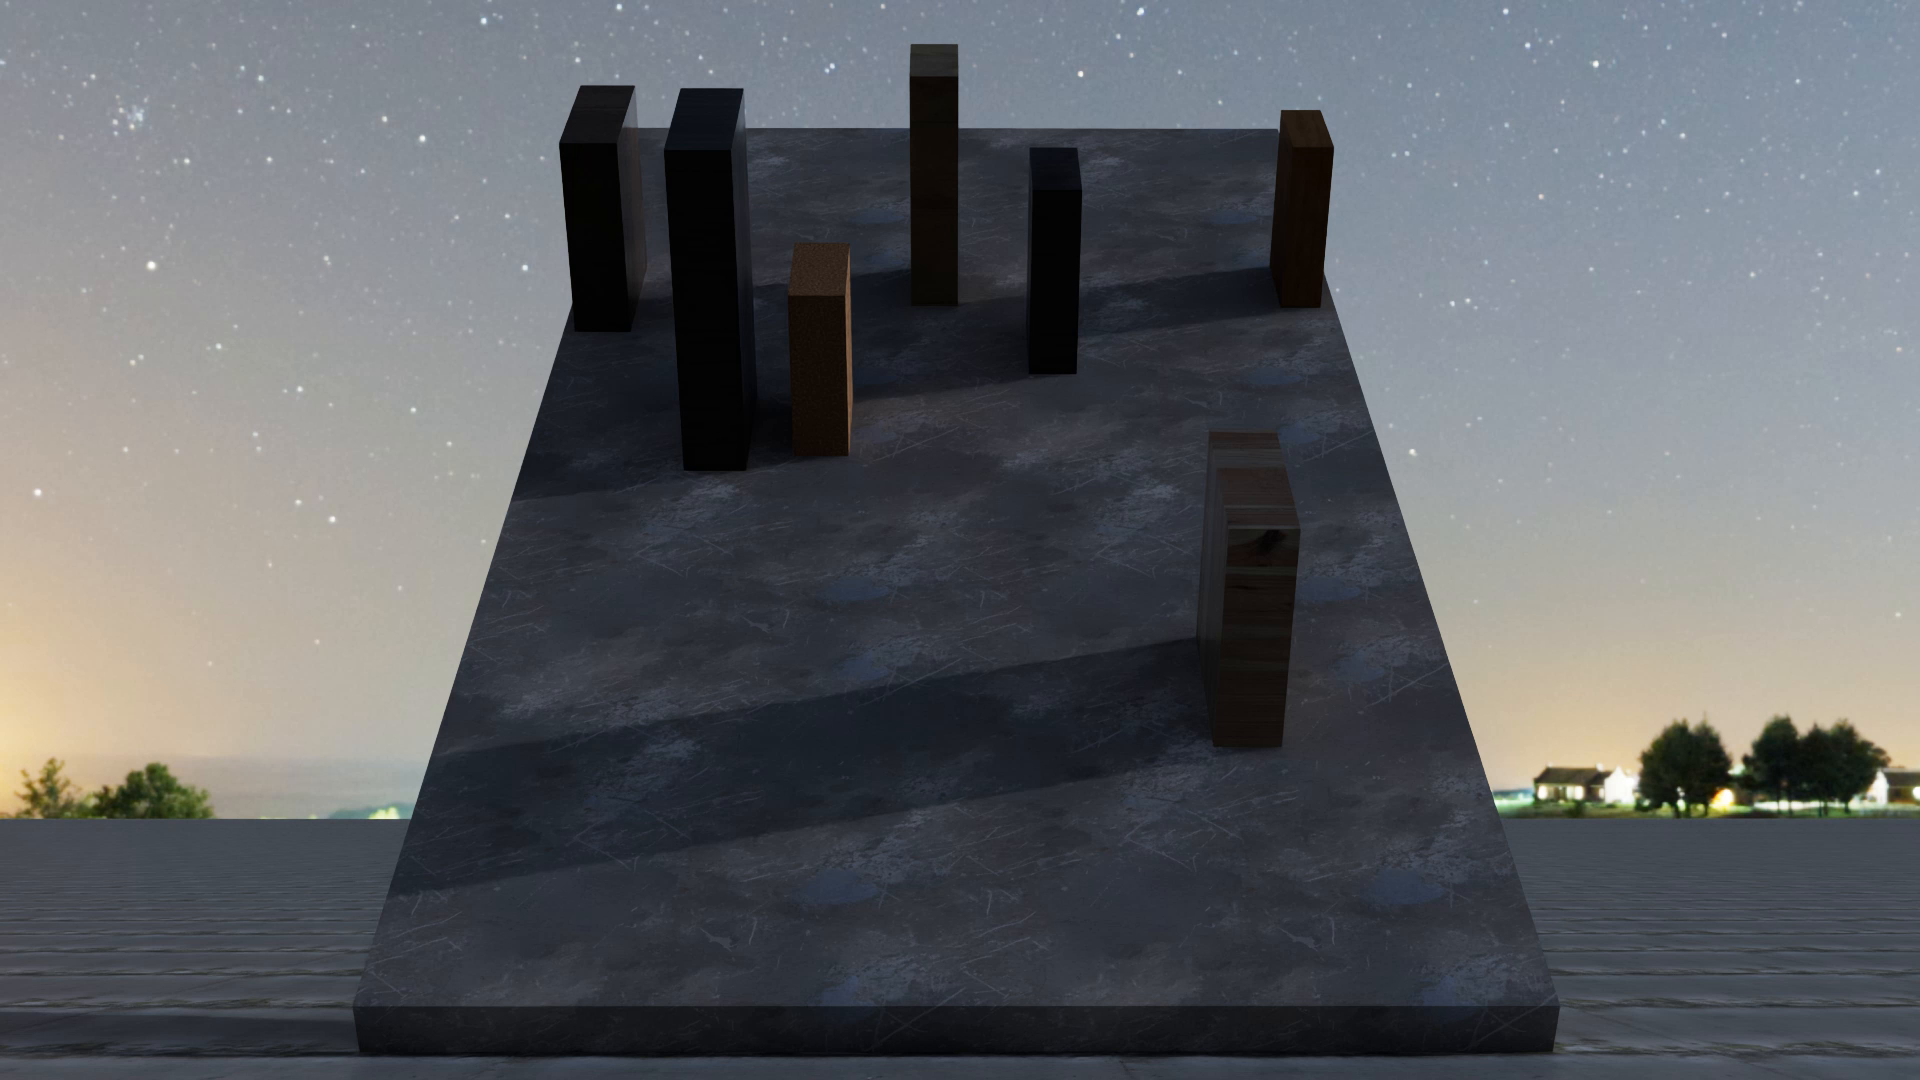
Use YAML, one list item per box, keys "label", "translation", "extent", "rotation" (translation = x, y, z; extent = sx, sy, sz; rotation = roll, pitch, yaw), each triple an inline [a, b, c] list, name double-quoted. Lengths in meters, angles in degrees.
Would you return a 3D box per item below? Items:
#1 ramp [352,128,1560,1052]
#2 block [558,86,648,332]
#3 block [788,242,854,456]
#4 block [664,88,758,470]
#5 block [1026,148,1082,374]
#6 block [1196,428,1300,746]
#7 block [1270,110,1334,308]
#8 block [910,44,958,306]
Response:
- label: "ramp"
  translation: [-0.014, -0.204, 5.761]
  extent: [2.000, 0.100, 4.000]
  rotation: [0, 31, 0]
- label: "block"
  translation: [-0.915, -0.858, 6.259]
  extent: [0.142, 0.512, 0.408]
  rotation: [0, 31, 0]
- label: "block"
  translation: [-0.323, -0.447, 5.669]
  extent: [0.129, 0.409, 0.293]
  rotation: [0, 31, 0]
- label: "block"
  translation: [-0.564, -0.593, 5.548]
  extent: [0.144, 0.783, 0.380]
  rotation: [0, 31, 0]
- label: "block"
  translation: [0.230, -0.692, 6.008]
  extent: [0.118, 0.489, 0.272]
  rotation: [0, 31, 0]
- label: "block"
  translation: [0.552, 0.090, 4.695]
  extent: [0.131, 0.484, 0.387]
  rotation: [0, 31, 0]
- label: "block"
  translation: [0.893, -0.868, 6.352]
  extent: [0.103, 0.446, 0.265]
  rotation: [0, 31, 0]
- label: "block"
  translation: [-0.066, -0.944, 6.296]
  extent: [0.122, 0.628, 0.241]
  rotation: [0, 31, 0]
